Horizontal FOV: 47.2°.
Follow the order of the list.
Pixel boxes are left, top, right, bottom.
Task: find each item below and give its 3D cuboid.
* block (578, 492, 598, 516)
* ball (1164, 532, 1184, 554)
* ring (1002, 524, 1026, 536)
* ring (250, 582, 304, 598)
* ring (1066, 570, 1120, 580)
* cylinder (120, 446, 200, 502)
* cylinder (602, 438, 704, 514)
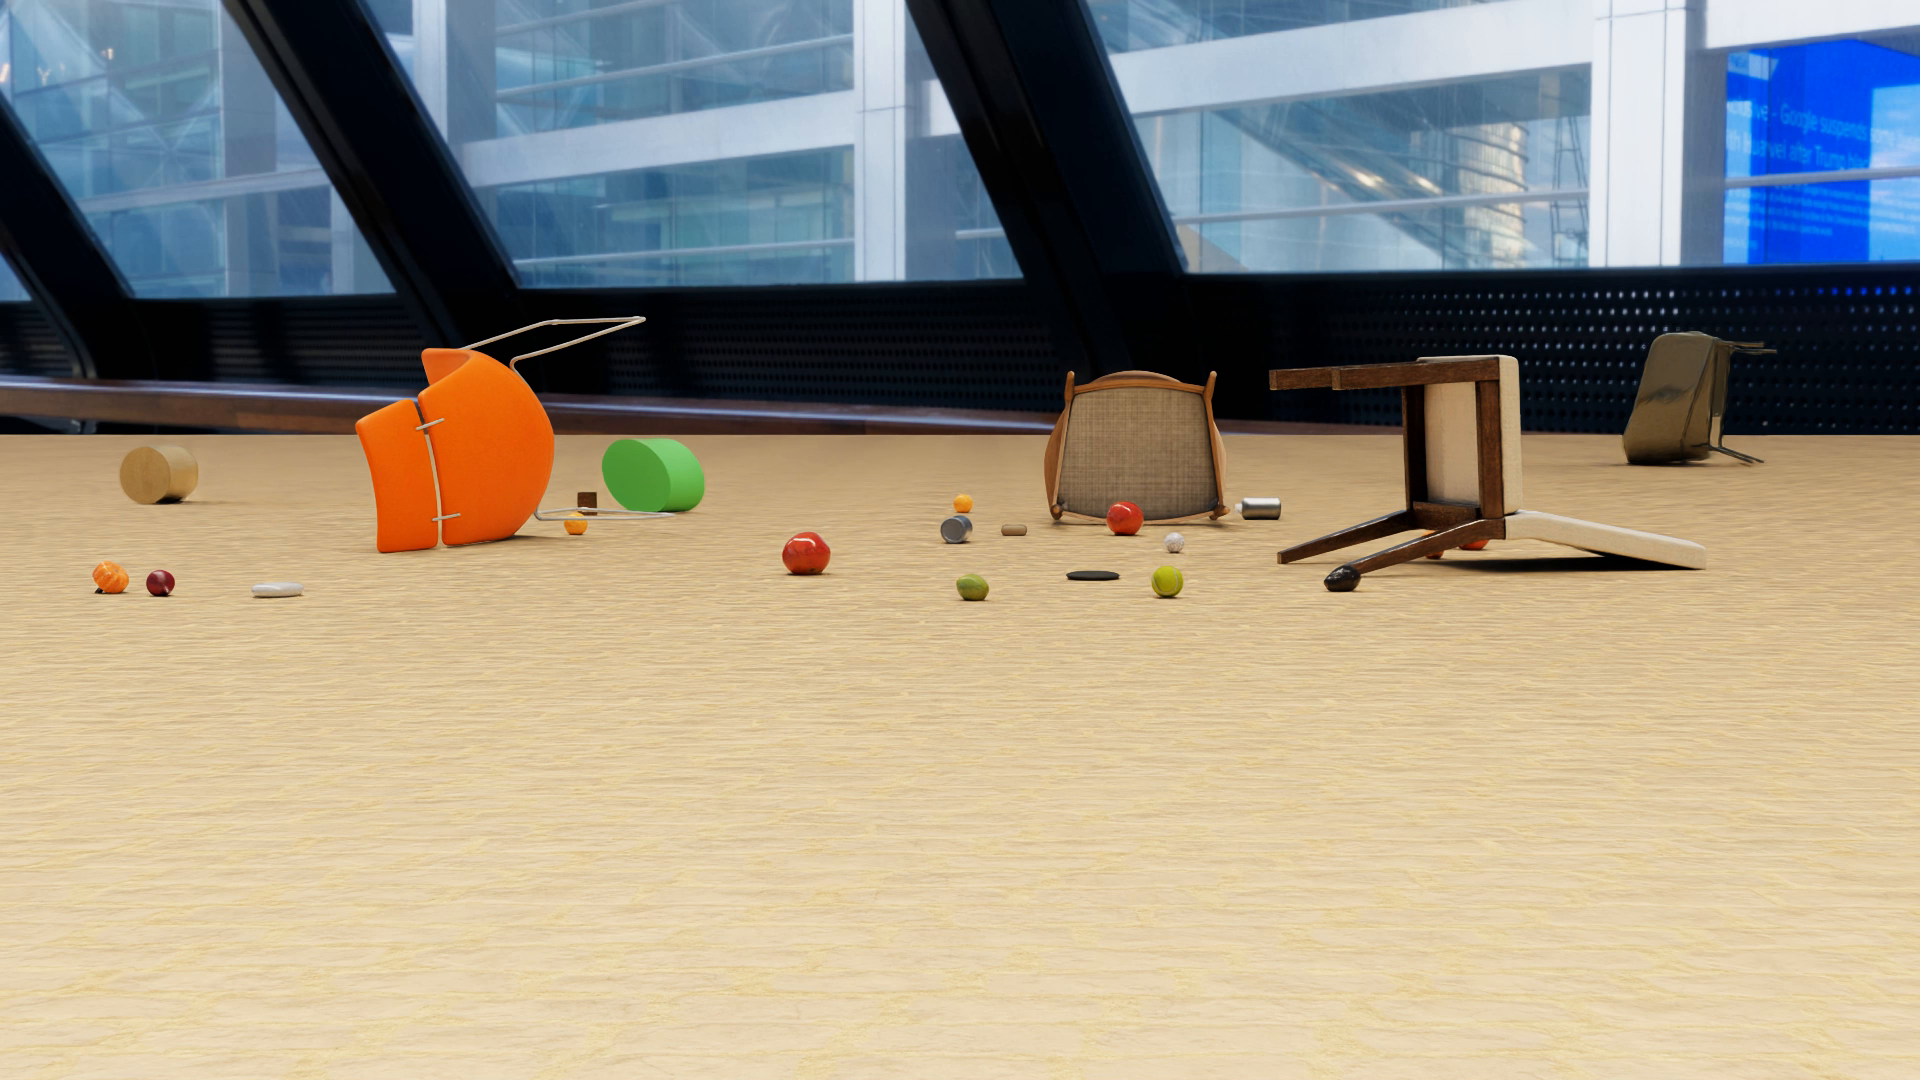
[{"bbox_3d":[-1.328,-0.129,7.835,0.050,0.081,0.054,1,4,17],"label":"block"},{"bbox_3d":[0.587,0.008,6.022,0.057,0.057,0.057,0,4,0],"label":"ball"},{"bbox_3d":[0.166,-0.030,6.752,0.080,0.033,0.083,-2,5,-13],"label":"ring"},{"bbox_3d":[-1.478,0.108,4.765,0.116,0.029,0.089,-3,4,-44],"label":"ring"},{"bbox_3d":[0.315,0.084,5.208,0.125,0.016,0.137,3,5,33],"label":"ring"},{"bbox_3d":[-3.167,-0.259,8.703,0.210,0.222,0.240,9,3,8],"label":"cylinder"},{"bbox_3d":[-1.109,-0.233,7.964,0.318,0.243,0.222,40,20,19],"label":"cylinder"}]
